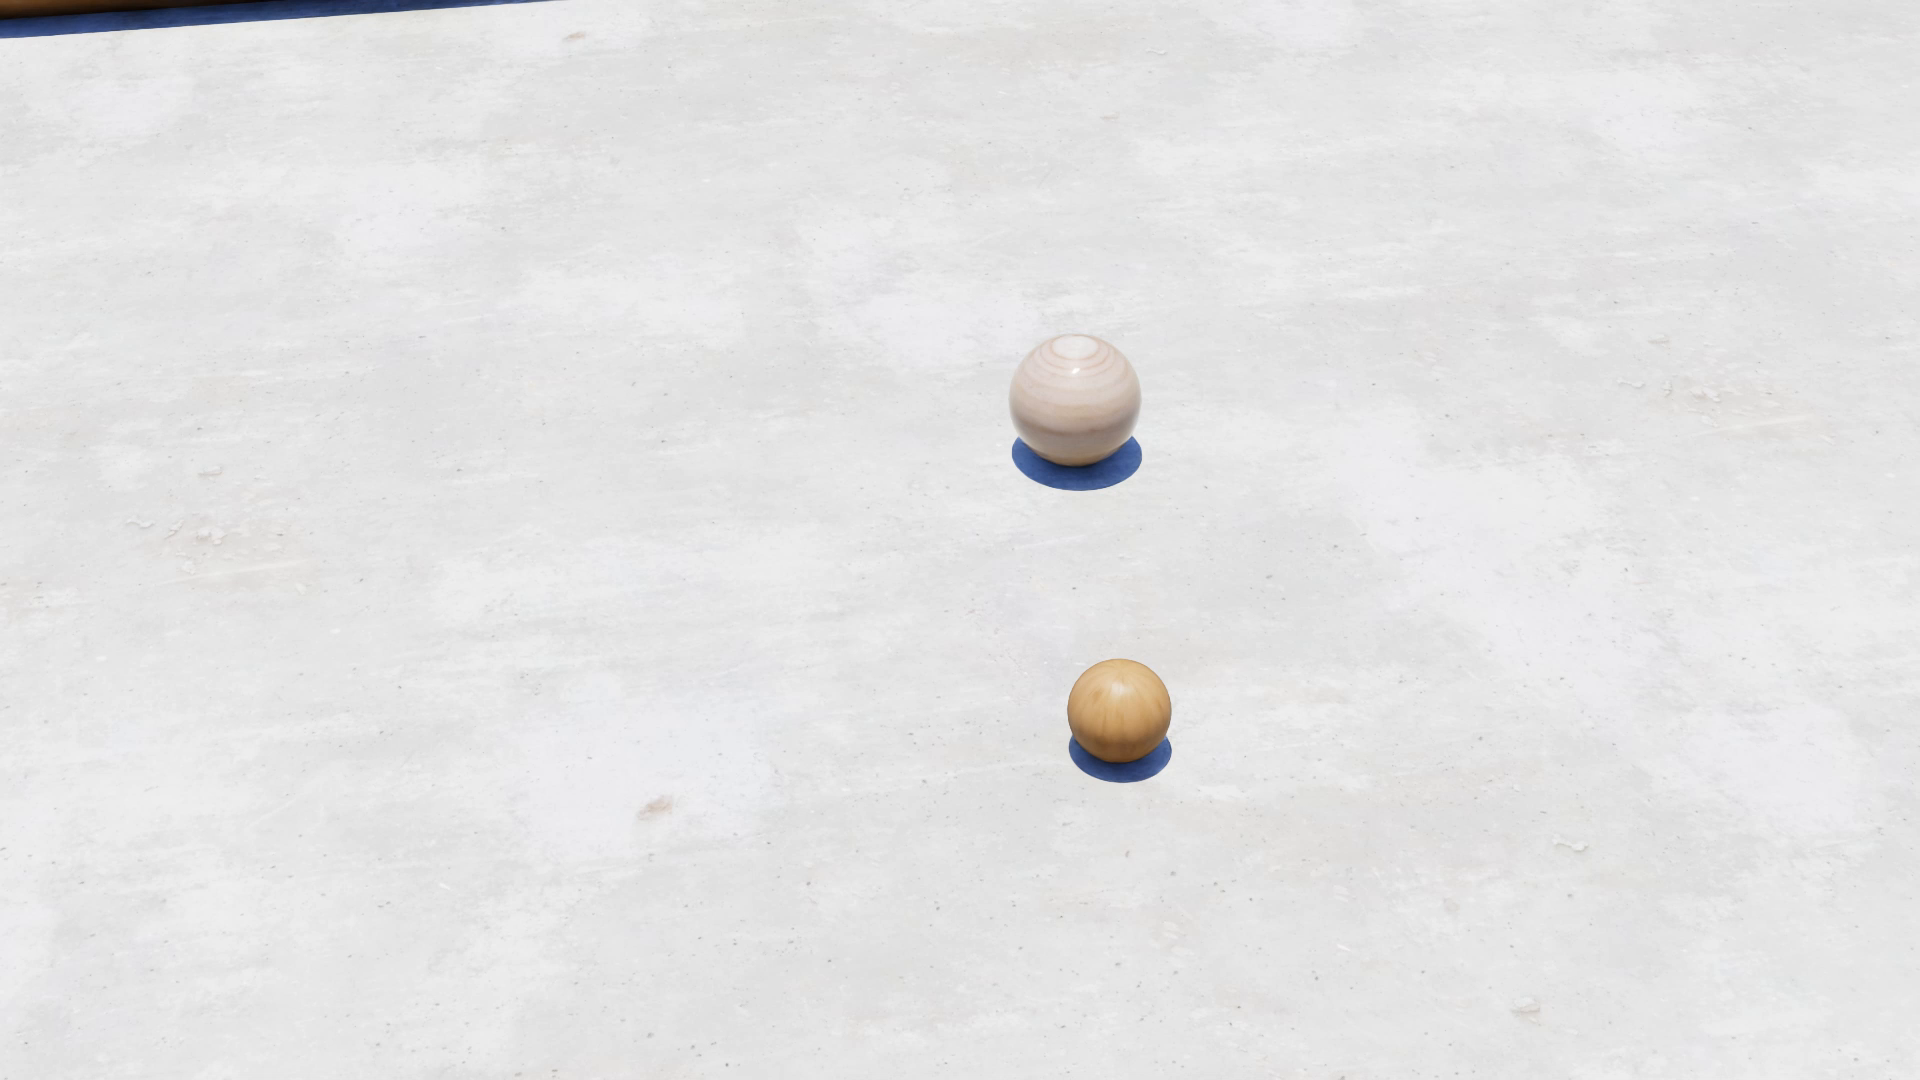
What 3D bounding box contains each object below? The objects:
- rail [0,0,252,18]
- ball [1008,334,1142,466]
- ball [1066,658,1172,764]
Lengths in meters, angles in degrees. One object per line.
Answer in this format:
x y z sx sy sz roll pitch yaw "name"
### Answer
0.659 -0.637 2.393 3.288 0.115 0.045 -6 37 -8 "rail"
0.075 -0.091 1.674 0.087 0.087 0.087 0 36 0 "ball"
0.090 0.096 1.442 0.059 0.059 0.059 0 36 0 "ball"
